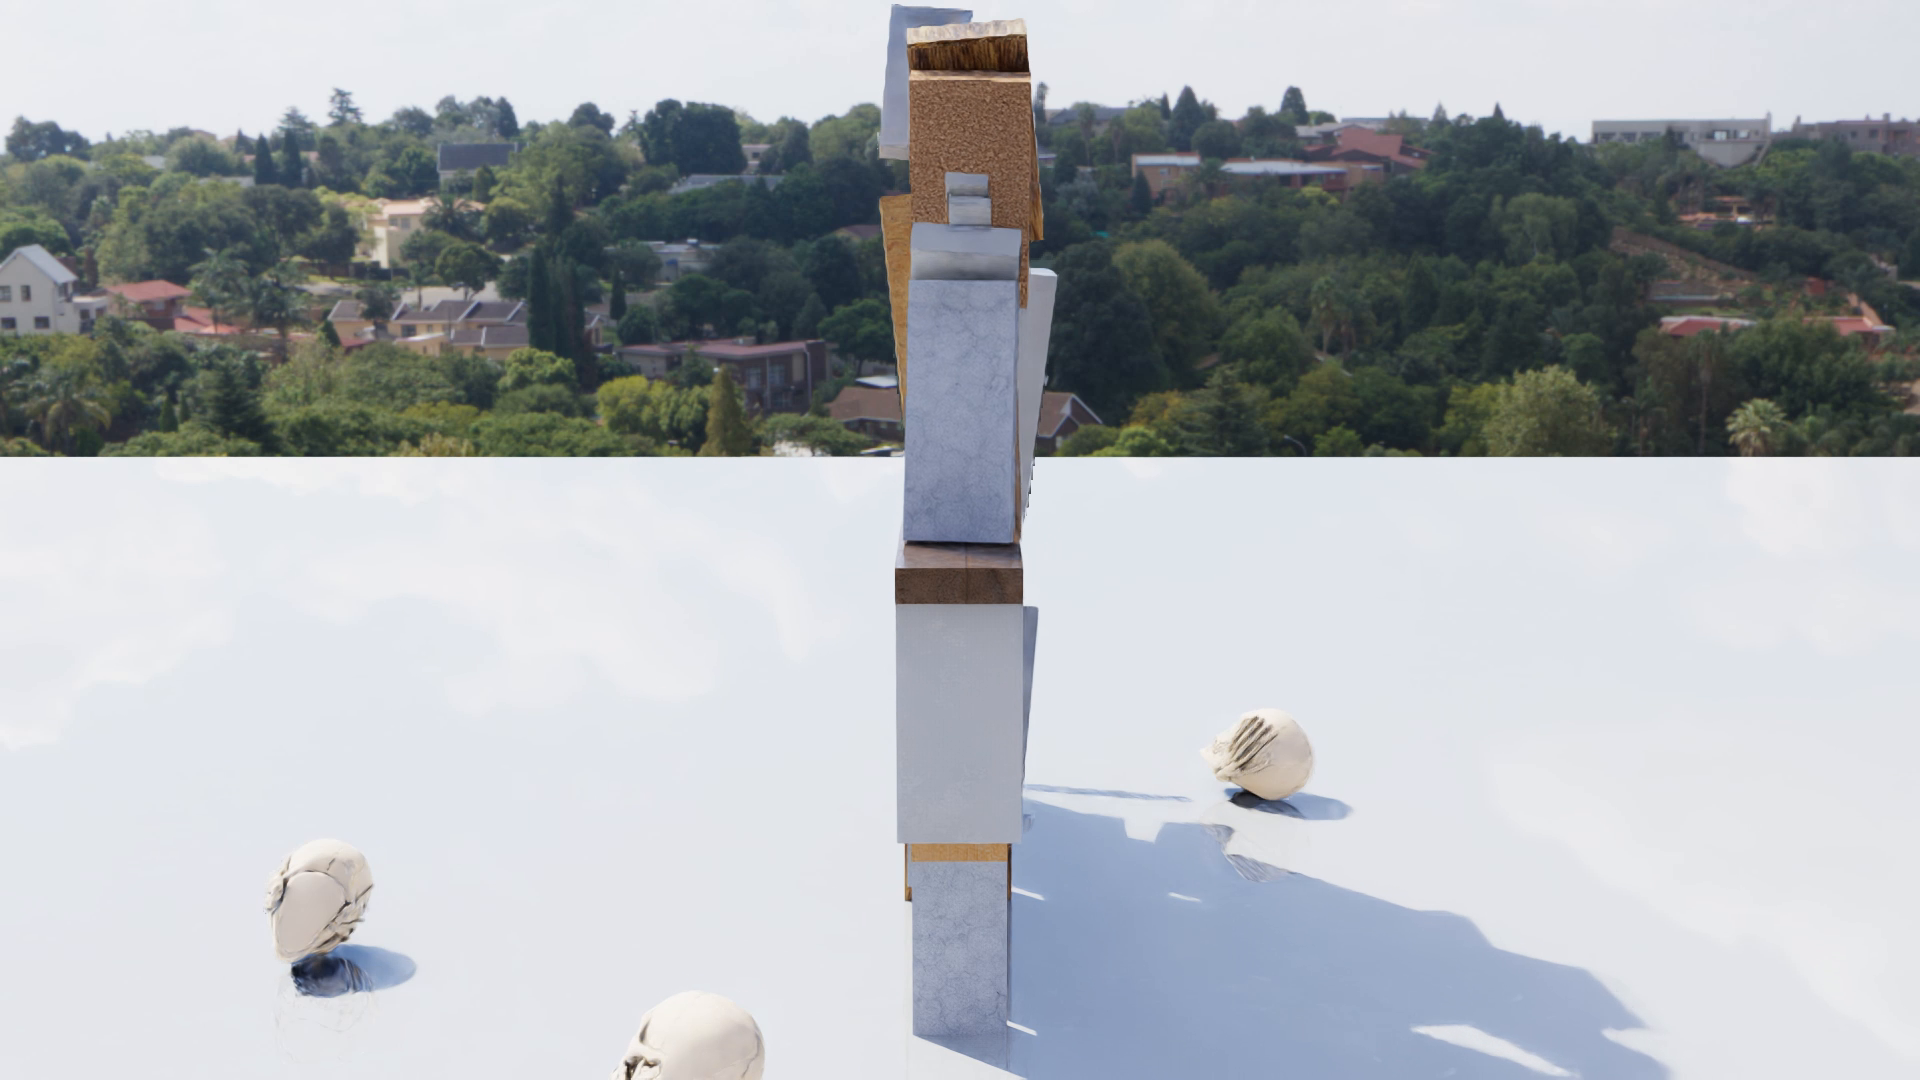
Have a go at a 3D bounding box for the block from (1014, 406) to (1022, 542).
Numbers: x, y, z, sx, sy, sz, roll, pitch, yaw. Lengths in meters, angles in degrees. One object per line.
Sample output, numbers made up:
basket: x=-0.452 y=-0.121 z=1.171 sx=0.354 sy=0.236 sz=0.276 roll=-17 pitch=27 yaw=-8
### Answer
block: x=0.015 y=-0.133 z=3.314 sx=0.149 sy=0.298 sz=0.042 roll=-1 pitch=34 yaw=3

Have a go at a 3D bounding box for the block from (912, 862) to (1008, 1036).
block: x=-0.001 y=0.563 z=3.088 sx=0.132 sy=0.265 sz=0.037 roll=0 pitch=11 yaw=0

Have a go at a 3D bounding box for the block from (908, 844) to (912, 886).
block: x=-0.004 y=0.237 z=3.313 sx=0.151 sy=0.588 sz=0.043 roll=0 pitch=11 yaw=3

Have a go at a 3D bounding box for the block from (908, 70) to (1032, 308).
block: x=0.015 y=-0.500 z=3.151 sx=0.169 sy=0.338 sz=0.048 roll=2 pitch=29 yaw=3

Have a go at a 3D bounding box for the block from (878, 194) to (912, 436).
block: x=-0.041 y=-0.355 z=3.468 sx=0.131 sy=0.380 sz=0.037 roll=-6 pitch=-1 yaw=-7

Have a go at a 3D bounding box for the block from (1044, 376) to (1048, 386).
block: x=0.092 y=-0.279 z=3.673 sx=0.058 sy=0.016 sz=0.115 roll=11 pitch=5 yaw=-33

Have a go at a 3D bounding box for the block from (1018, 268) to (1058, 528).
block: x=0.036 y=-0.215 z=3.398 sx=0.169 sy=0.419 sz=0.048 roll=1 pitch=21 yaw=-16

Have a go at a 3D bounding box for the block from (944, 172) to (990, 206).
block: x=0.011 y=-0.473 z=3.028 sx=0.058 sy=0.016 sz=0.115 roll=5 pitch=-14 yaw=3

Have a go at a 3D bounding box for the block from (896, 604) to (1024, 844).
block: x=-0.001 y=0.240 z=2.971 sx=0.169 sy=0.338 sz=0.048 roll=0 pitch=11 yaw=0

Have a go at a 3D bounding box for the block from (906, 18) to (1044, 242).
block: x=0.025 y=-0.588 z=3.208 sx=0.169 sy=0.338 sz=0.048 roll=-4 pitch=39 yaw=4

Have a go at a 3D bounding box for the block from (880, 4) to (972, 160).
block: x=-0.053 y=-0.727 z=3.500 sx=0.131 sy=0.262 sz=0.037 roll=4 pitch=-21 yaw=0

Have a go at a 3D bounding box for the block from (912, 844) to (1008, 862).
block: x=-0.001 y=0.399 z=3.147 sx=0.132 sy=0.037 sz=0.265 roll=0 pitch=11 yaw=0

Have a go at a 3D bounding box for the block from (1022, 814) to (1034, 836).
block: x=0.053 y=0.452 z=3.466 sx=0.082 sy=0.023 sz=0.164 roll=10 pitch=6 yaw=17

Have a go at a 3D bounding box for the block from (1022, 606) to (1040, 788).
block: x=0.037 y=0.245 z=3.484 sx=0.151 sy=0.301 sz=0.043 roll=6 pitch=-26 yaw=0

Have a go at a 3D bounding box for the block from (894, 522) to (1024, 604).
block: x=-0.001 y=0.030 z=3.047 sx=0.169 sy=0.048 sz=0.338 roll=0 pitch=11 yaw=0

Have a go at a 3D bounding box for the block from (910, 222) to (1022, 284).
block: x=0.009 y=-0.350 z=3.129 sx=0.149 sy=0.042 sz=0.298 roll=4 pitch=-24 yaw=2

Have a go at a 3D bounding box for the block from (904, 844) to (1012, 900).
block: x=-0.003 y=0.417 z=3.629 sx=0.177 sy=0.355 sz=0.050 roll=0 pitch=10 yaw=0

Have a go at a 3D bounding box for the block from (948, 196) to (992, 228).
block: x=0.015 y=-0.431 z=3.030 sx=0.058 sy=0.016 sz=0.115 roll=4 pitch=-29 yaw=3

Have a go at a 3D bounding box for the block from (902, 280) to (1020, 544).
block: x=0.002 y=-0.177 z=3.043 sx=0.149 sy=0.359 sz=0.042 roll=2 pitch=2 yaw=9
